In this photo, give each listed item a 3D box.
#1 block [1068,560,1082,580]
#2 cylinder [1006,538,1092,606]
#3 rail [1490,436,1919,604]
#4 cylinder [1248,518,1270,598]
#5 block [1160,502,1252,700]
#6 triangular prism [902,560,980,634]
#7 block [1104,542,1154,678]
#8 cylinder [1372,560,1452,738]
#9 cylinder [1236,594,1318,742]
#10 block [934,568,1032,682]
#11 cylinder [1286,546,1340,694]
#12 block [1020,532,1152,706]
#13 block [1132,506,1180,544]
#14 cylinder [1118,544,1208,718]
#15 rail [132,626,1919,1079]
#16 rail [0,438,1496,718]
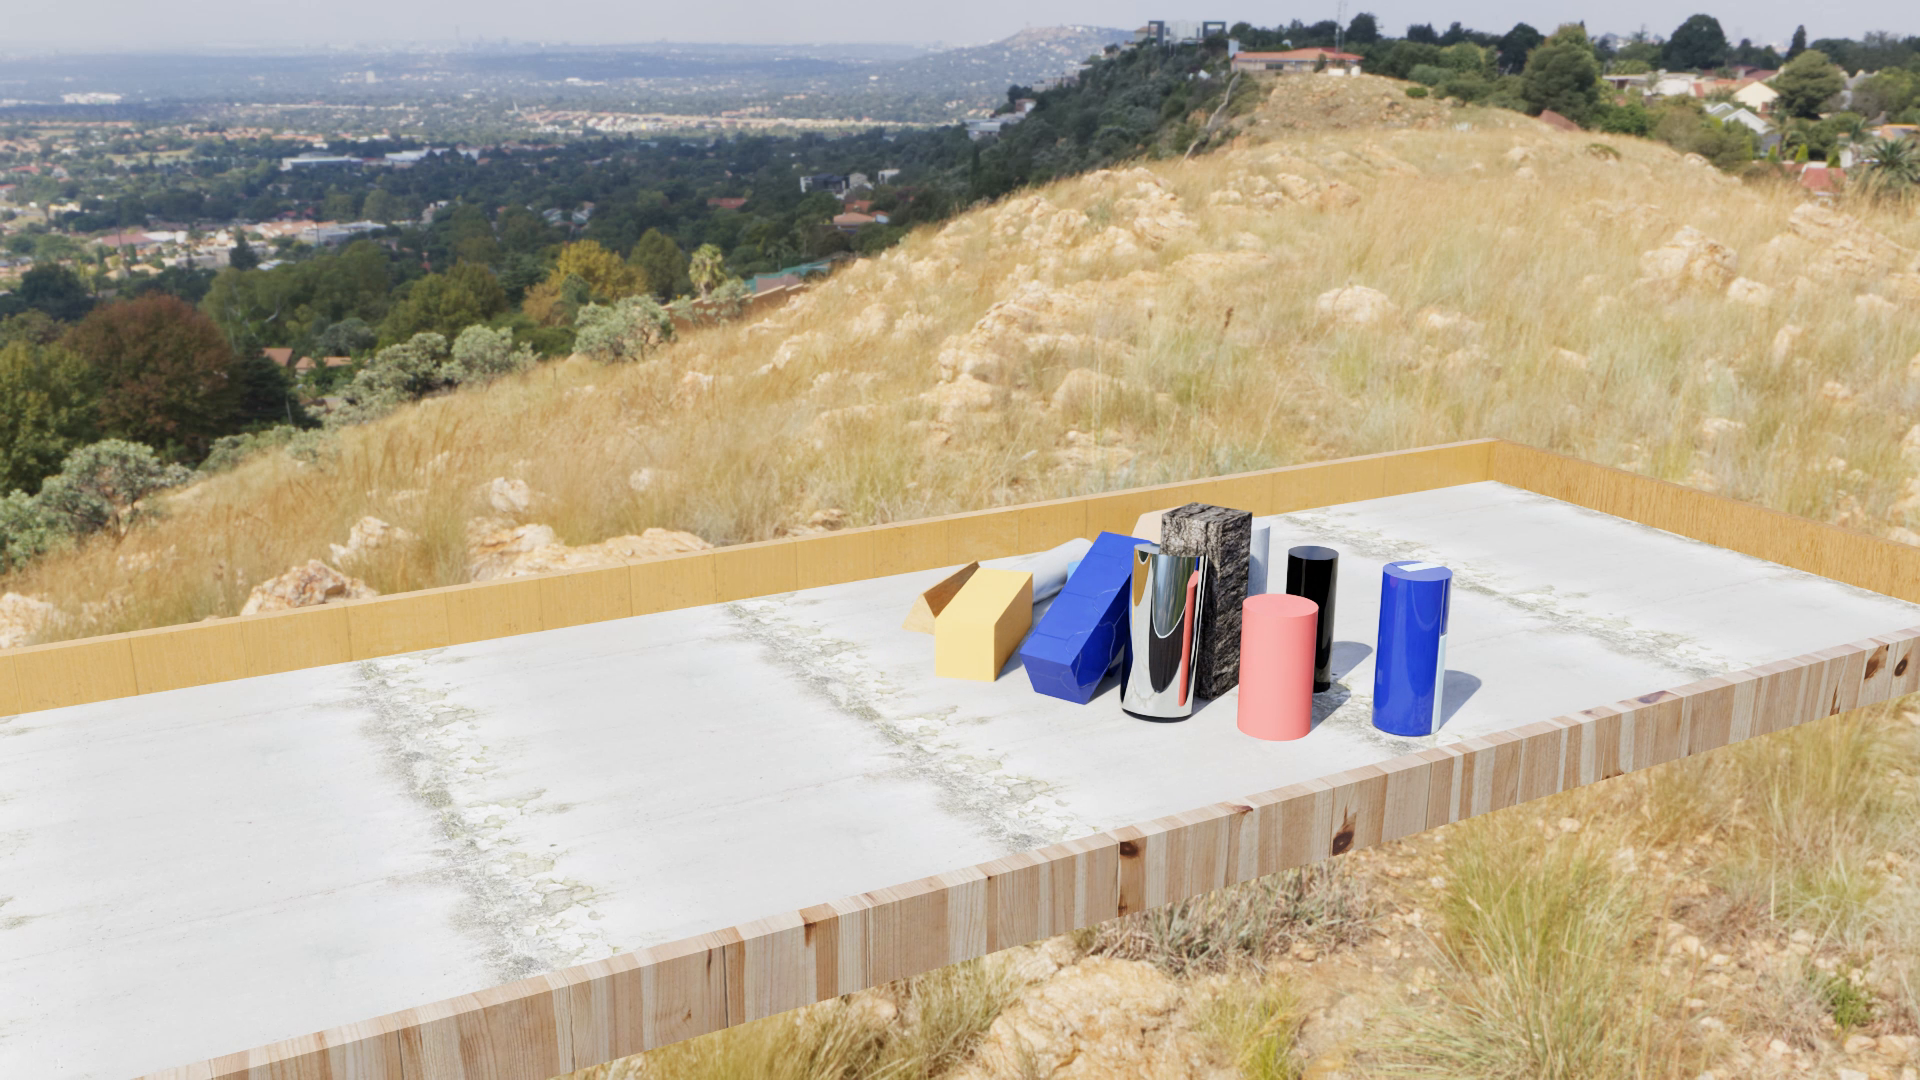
[{"bbox_3d":[0.505,0.107,4.773,0.394,0.123,0.123,-11,20,-33],"label":"block"},{"bbox_3d":[0.237,0.107,4.769,0.125,0.125,0.453,11,20,33],"label":"cylinder"},{"bbox_3d":[2.466,-0.048,5.253,0.050,0.150,2.100,-9,18,-27],"label":"rail"},{"bbox_3d":[0.735,0.125,4.303,0.130,0.353,0.130,0,16,0],"label":"cylinder"},{"bbox_3d":[0.597,0.148,4.061,0.162,0.441,0.162,11,18,34],"label":"block"},{"bbox_3d":[-0.030,0.154,4.625,0.127,0.110,0.345,7,18,25],"label":"triangular prism"},{"bbox_3d":[0.424,0.173,4.268,0.102,0.102,0.381,11,50,33],"label":"block"},{"bbox_3d":[1.046,0.252,3.825,0.156,0.379,0.156,0,16,0],"label":"cylinder"},{"bbox_3d":[0.734,0.294,3.823,0.170,0.301,0.170,0,16,0],"label":"cylinder"},{"bbox_3d":[0.068,0.217,4.344,0.153,0.153,0.450,4,17,14],"label":"block"},{"bbox_3d":[0.864,0.196,4.077,0.123,0.344,0.123,0,16,0],"label":"cylinder"},{"bbox_3d":[0.332,0.189,4.100,0.145,0.145,0.433,12,50,34],"label":"block"},{"bbox_3d":[0.536,0.078,4.550,0.132,0.132,0.348,-12,34,36],"label":"block"},{"bbox_3d":[0.483,0.212,3.918,0.176,0.382,0.176,5,9,-1],"label":"cylinder"},{"bbox_3d":[-2.336,1.006,1.665,12.000,0.150,0.050,-9,18,-27],"label":"rail"},{"bbox_3d":[-3.305,0.497,3.399,12.000,0.150,0.050,-9,18,-27],"label":"rail"}]
